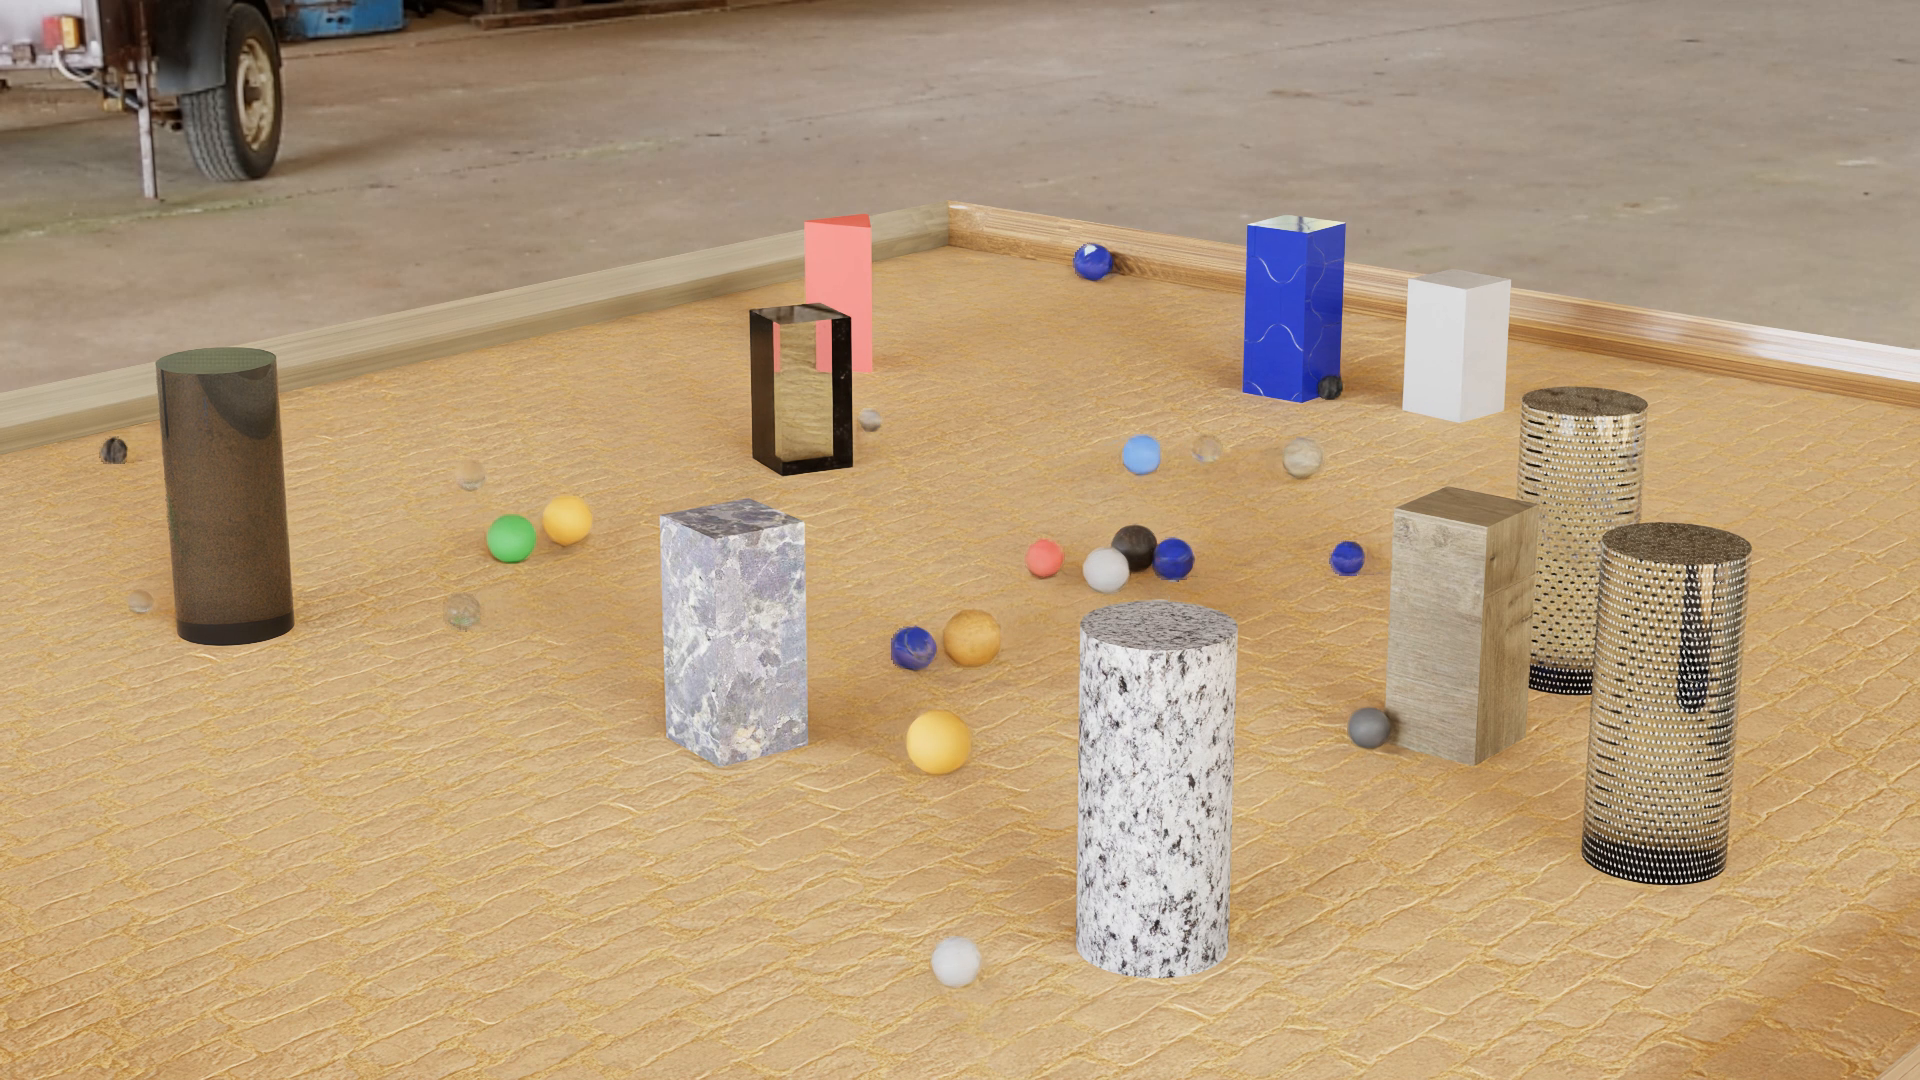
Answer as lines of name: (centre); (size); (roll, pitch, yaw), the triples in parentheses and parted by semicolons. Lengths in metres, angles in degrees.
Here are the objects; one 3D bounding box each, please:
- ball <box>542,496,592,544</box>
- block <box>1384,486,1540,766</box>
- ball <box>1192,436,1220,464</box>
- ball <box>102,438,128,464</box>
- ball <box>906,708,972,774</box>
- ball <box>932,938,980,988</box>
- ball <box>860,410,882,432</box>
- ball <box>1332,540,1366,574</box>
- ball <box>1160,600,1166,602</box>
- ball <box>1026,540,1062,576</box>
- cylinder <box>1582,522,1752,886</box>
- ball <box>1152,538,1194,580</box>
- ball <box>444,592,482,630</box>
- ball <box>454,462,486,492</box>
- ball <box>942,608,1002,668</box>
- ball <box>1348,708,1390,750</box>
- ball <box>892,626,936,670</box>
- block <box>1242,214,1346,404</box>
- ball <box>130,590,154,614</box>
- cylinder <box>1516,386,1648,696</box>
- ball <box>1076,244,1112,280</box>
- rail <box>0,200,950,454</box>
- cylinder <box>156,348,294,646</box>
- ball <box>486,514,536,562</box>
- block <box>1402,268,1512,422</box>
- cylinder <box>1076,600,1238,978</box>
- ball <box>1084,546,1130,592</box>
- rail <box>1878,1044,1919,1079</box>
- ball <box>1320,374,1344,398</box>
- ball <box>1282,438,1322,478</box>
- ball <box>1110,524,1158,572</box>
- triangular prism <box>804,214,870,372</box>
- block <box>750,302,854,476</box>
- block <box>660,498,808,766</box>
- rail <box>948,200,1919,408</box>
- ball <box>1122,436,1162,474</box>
ball: (-0.726, -0.036, 5.411); (0.090, 0.090, 0.090); (0, 17, 0)
block: (0.750, 0.127, 4.388); (0.155, 0.369, 0.155); (13, 21, 37)
ball: (0.499, -0.182, 5.947); (0.060, 0.060, 0.060); (0, 17, 0)
ball: (-1.718, -0.181, 5.956); (0.052, 0.052, 0.052); (0, 17, 0)
ball: (-0.031, 0.296, 4.300); (0.096, 0.096, 0.096); (0, 17, 0)
ball: (-0.005, 0.521, 3.615); (0.061, 0.061, 0.061); (0, 17, 0)
ball: (-0.188, -0.252, 6.198); (0.049, 0.049, 0.049); (0, 17, 0)
ball: (0.693, 0.031, 5.238); (0.061, 0.061, 0.061); (0, 17, 0)
ball: (0.336, 0.127, 4.930); (0.054, 0.054, 0.054); (0, 17, 0)
ball: (0.150, 0.033, 5.224); (0.066, 0.066, 0.066); (0, 17, 0)
cylinder: (0.948, 0.219, 3.945); (0.194, 0.449, 0.194); (0, 17, 0)
ball: (0.379, 0.033, 5.208); (0.075, 0.075, 0.075); (0, 17, 0)
ball: (-0.838, 0.120, 4.941); (0.062, 0.062, 0.062); (0, 17, 0)
ball: (-0.963, -0.125, 5.759); (0.059, 0.059, 0.059); (0, 17, 0)
ball: (0.020, 0.159, 4.753); (0.096, 0.096, 0.096); (0, 17, 0)
ball: (0.615, 0.283, 4.401); (0.063, 0.063, 0.063); (0, 17, 0)
ball: (-0.074, 0.175, 4.741); (0.072, 0.072, 0.072); (0, 17, 0)
block: (0.739, -0.513, 6.493); (0.155, 0.379, 0.155); (13, 21, 37)
ball: (-1.402, 0.107, 5.023); (0.041, 0.041, 0.041); (0, 17, 0)
cylinder: (0.979, 0.000, 4.660); (0.194, 0.454, 0.194); (0, 17, 0)
ball: (0.352, -0.729, 7.694); (0.097, 0.097, 0.097); (0, 17, 0)
rail: (-1.567, -0.361, 6.423); (0.045, 0.126, 4.734); (14, 22, 39)
cylinder: (-1.224, -0.074, 4.891); (0.194, 0.463, 0.194); (0, 17, 0)
ball: (-0.812, -0.004, 5.305); (0.089, 0.089, 0.089); (0, 17, 0)
block: (1.073, -0.421, 6.340); (0.155, 0.291, 0.155); (-15, 22, -41)
cylinder: (0.245, 0.311, 3.673); (0.194, 0.430, 0.194); (0, 17, 0)
ball: (0.256, 0.052, 5.135); (0.081, 0.081, 0.081); (0, 17, 0)
rail: (1.567, 0.425, 3.817); (0.045, 0.126, 4.734); (14, 22, 39)
ball: (0.820, -0.339, 6.476); (0.053, 0.053, 0.053); (0, 17, 0)
ball: (0.683, -0.163, 5.846); (0.081, 0.081, 0.081); (0, 17, 0)
ball: (0.313, 0.014, 5.253); (0.085, 0.085, 0.085); (0, 17, 0)
triangular prism: (-0.248, -0.574, 6.766); (0.168, 0.337, 0.146); (8, 19, 25)
block: (-0.321, -0.306, 5.924); (0.155, 0.310, 0.155); (-8, 19, -25)
block: (-0.337, 0.136, 4.387); (0.155, 0.352, 0.155); (-12, 20, -34)
rail: (1.536, -0.479, 6.814); (4.199, 0.126, 0.045); (14, 22, 39)
ball: (0.364, -0.170, 5.873); (0.079, 0.079, 0.079); (0, 17, 0)
